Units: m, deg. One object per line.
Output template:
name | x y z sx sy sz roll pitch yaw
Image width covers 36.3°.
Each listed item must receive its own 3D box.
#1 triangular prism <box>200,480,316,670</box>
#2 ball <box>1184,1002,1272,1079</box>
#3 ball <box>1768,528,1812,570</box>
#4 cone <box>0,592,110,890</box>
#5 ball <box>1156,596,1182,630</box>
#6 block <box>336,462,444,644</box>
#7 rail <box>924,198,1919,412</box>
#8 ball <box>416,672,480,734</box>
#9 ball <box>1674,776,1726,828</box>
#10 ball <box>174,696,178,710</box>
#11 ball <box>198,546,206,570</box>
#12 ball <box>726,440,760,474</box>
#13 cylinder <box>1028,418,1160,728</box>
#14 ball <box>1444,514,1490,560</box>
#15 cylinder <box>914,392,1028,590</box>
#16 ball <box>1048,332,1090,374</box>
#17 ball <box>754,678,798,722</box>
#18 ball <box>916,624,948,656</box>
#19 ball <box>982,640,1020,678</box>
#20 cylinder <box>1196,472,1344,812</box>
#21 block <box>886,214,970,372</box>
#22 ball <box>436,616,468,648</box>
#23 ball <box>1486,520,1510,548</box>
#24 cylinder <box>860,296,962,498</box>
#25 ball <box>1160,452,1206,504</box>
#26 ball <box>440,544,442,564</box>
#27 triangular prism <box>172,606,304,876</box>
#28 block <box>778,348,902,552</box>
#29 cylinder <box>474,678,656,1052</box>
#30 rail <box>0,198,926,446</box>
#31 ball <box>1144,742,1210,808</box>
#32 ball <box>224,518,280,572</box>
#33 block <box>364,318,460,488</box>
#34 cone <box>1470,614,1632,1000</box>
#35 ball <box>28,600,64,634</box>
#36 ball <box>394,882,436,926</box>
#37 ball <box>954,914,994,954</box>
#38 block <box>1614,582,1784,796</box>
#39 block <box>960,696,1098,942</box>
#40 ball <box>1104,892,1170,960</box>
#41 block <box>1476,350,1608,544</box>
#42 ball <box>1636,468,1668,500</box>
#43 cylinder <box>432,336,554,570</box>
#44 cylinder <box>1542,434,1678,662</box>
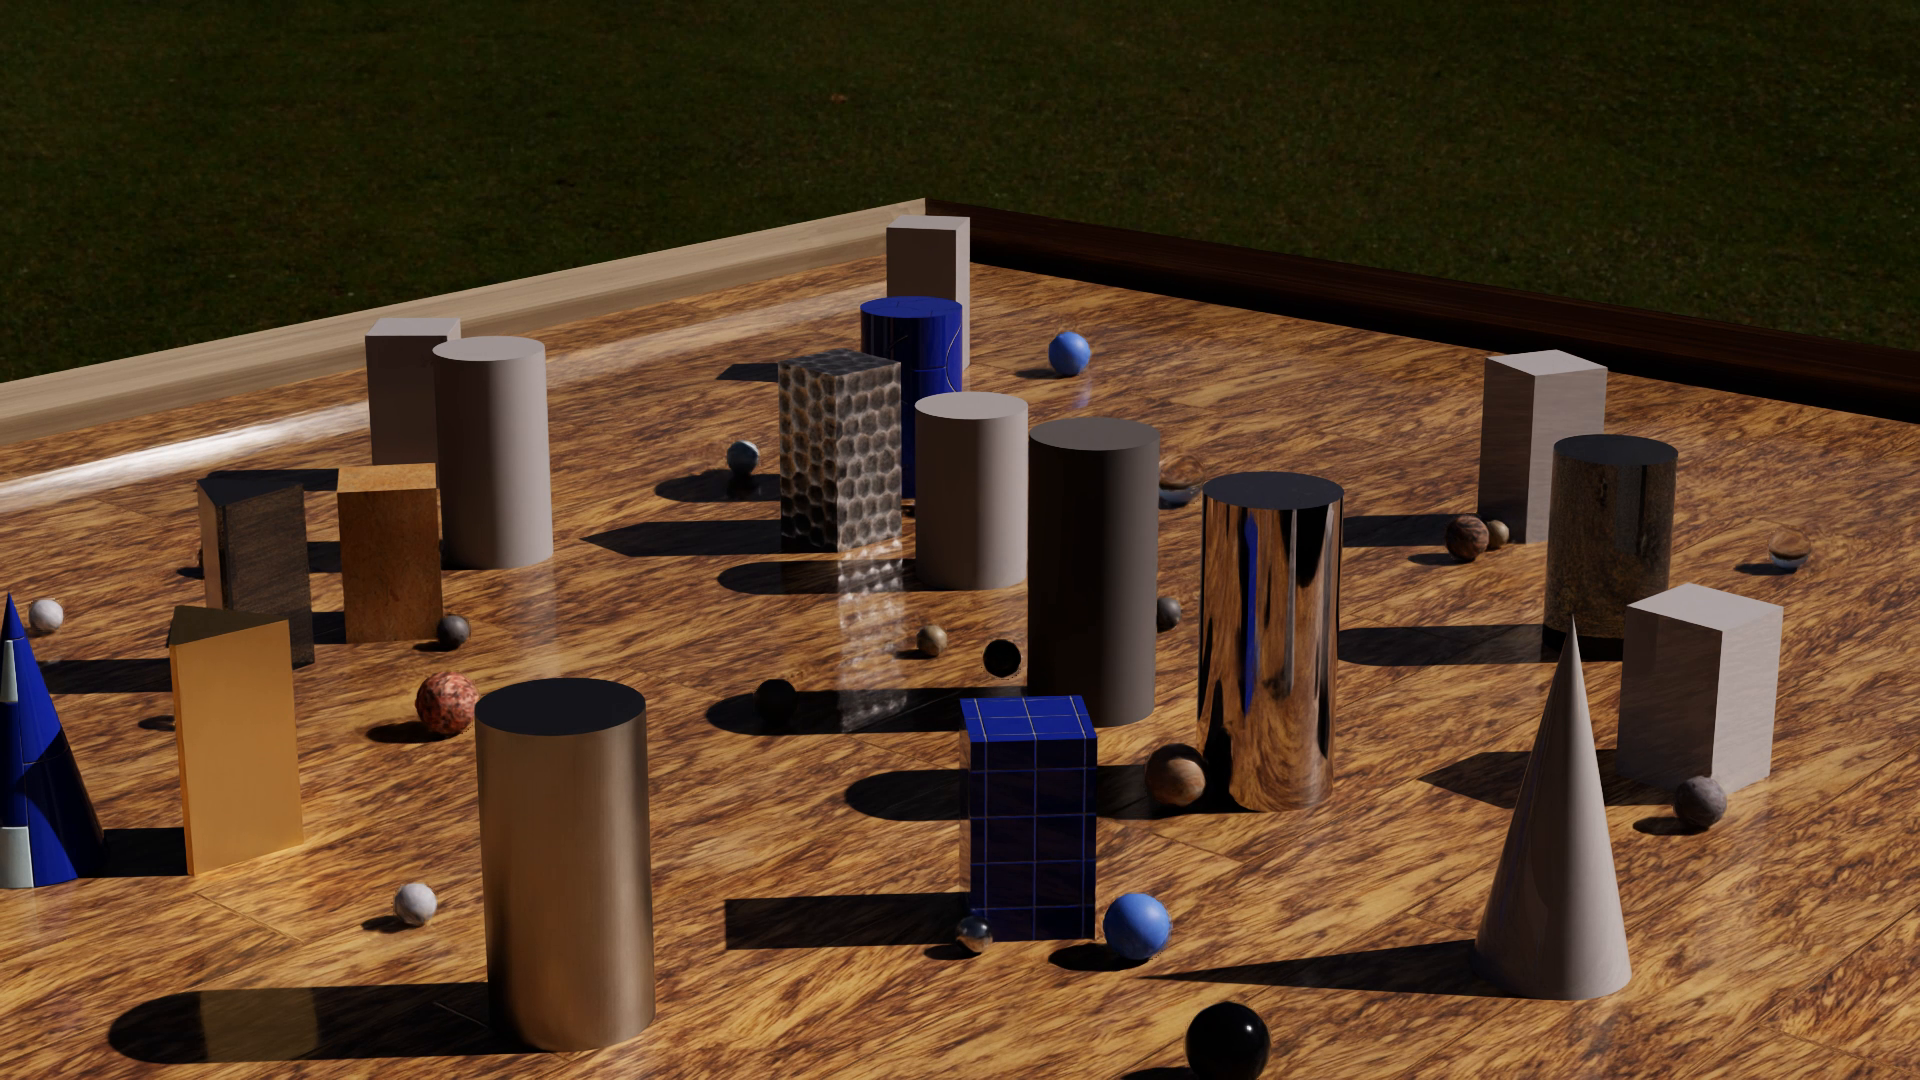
triangular prism | -1.166 0.060 4.727 0.150 0.305 0.173 12 21 35
ball | 0.307 0.579 3.360 0.099 0.099 0.099 0 17 0
ball | 1.492 0.016 5.274 0.075 0.075 0.075 0 17 0
cone | -1.264 0.252 3.950 0.200 0.386 0.200 0 17 0
ball | 0.347 0.123 4.953 0.055 0.055 0.055 0 17 0
block | -0.957 0.021 4.933 0.160 0.262 0.160 -3 17 -10
rail | 1.527 -0.475 6.804 4.346 0.130 0.045 14 22 39
ball | -0.781 0.248 4.468 0.096 0.096 0.096 0 17 0
ball | 1.038 0.368 4.112 0.072 0.072 0.072 0 17 0
ball | -1.171 0.246 4.514 0.073 0.073 0.073 0 17 0
ball | -1.342 0.030 5.264 0.053 0.053 0.053 0 17 0
ball | -0.437 -0.167 5.897 0.067 0.067 0.067 0 17 0
cylinder | 0.205 0.049 4.531 0.200 0.441 0.200 0 17 0
ball | 0.921 -0.005 5.331 0.081 0.081 0.081 0 17 0
cylinder | 0.020 -0.089 5.211 0.200 0.311 0.200 0 17 0
ball | 0.249 -0.427 6.704 0.097 0.097 0.097 0 17 0
ball | -0.284 0.247 4.519 0.067 0.067 0.067 0 17 0
ball | -0.047 0.165 4.821 0.051 0.051 0.051 0 17 0
ball | 0.064 0.183 4.532 0.059 0.059 0.059 0 17 0
cylinder | 0.442 0.144 4.201 0.200 0.448 0.200 0 17 0
block | -0.072 -0.556 6.705 0.160 0.345 0.160 3 17 11
ball | -0.841 0.152 4.862 0.053 0.053 0.053 0 17 0
ball | 0.987 -0.011 5.405 0.051 0.051 0.051 0 17 0
cylinder | -0.095 -0.282 5.768 0.200 0.361 0.200 0 17 0
ball | 0.425 -0.120 5.681 0.100 0.100 0.100 0 17 0
ball | -0.966 0.025 5.220 0.089 0.089 0.089 0 17 0
triangular prism | -1.023 0.263 4.016 0.173 0.328 0.150 -14 22 -40
block | -0.222 -0.168 5.439 0.160 0.333 0.160 -15 23 -41
cylinder | -0.468 0.384 3.491 0.200 0.397 0.200 0 17 0
rail | -1.623 -0.374 6.469 0.045 0.130 4.706 14 22 39
ball | 0.308 0.335 4.175 0.093 0.093 0.093 0 17 0
ball | -1.268 0.009 5.258 0.098 0.098 0.098 0 17 0
block | -1.078 -0.272 5.824 0.160 0.310 0.160 0 17 0
cone | 0.741 0.311 3.614 0.200 0.466 0.200 0 17 0
ball | -1.537 0.128 4.931 0.058 0.058 0.058 0 17 0
ball | -0.705 0.471 3.796 0.055 0.055 0.055 0 17 0
ball | 0.018 0.499 3.714 0.049 0.049 0.049 0 17 0
block | 1.076 0.220 4.272 0.160 0.261 0.160 -15 23 -41
block | 0.086 0.359 3.789 0.160 0.274 0.160 -1 17 -5
ball | 0.223 0.487 3.695 0.084 0.084 0.084 0 17 0
block | 1.088 -0.176 5.487 0.160 0.320 0.160 -7 18 -23
ball | 1.347 -0.108 5.708 0.062 0.062 0.062 0 17 0
cylinder | -0.846 -0.160 5.319 0.200 0.385 0.200 0 17 0
cylinder | 1.073 0.011 4.845 0.200 0.332 0.200 0 17 0
